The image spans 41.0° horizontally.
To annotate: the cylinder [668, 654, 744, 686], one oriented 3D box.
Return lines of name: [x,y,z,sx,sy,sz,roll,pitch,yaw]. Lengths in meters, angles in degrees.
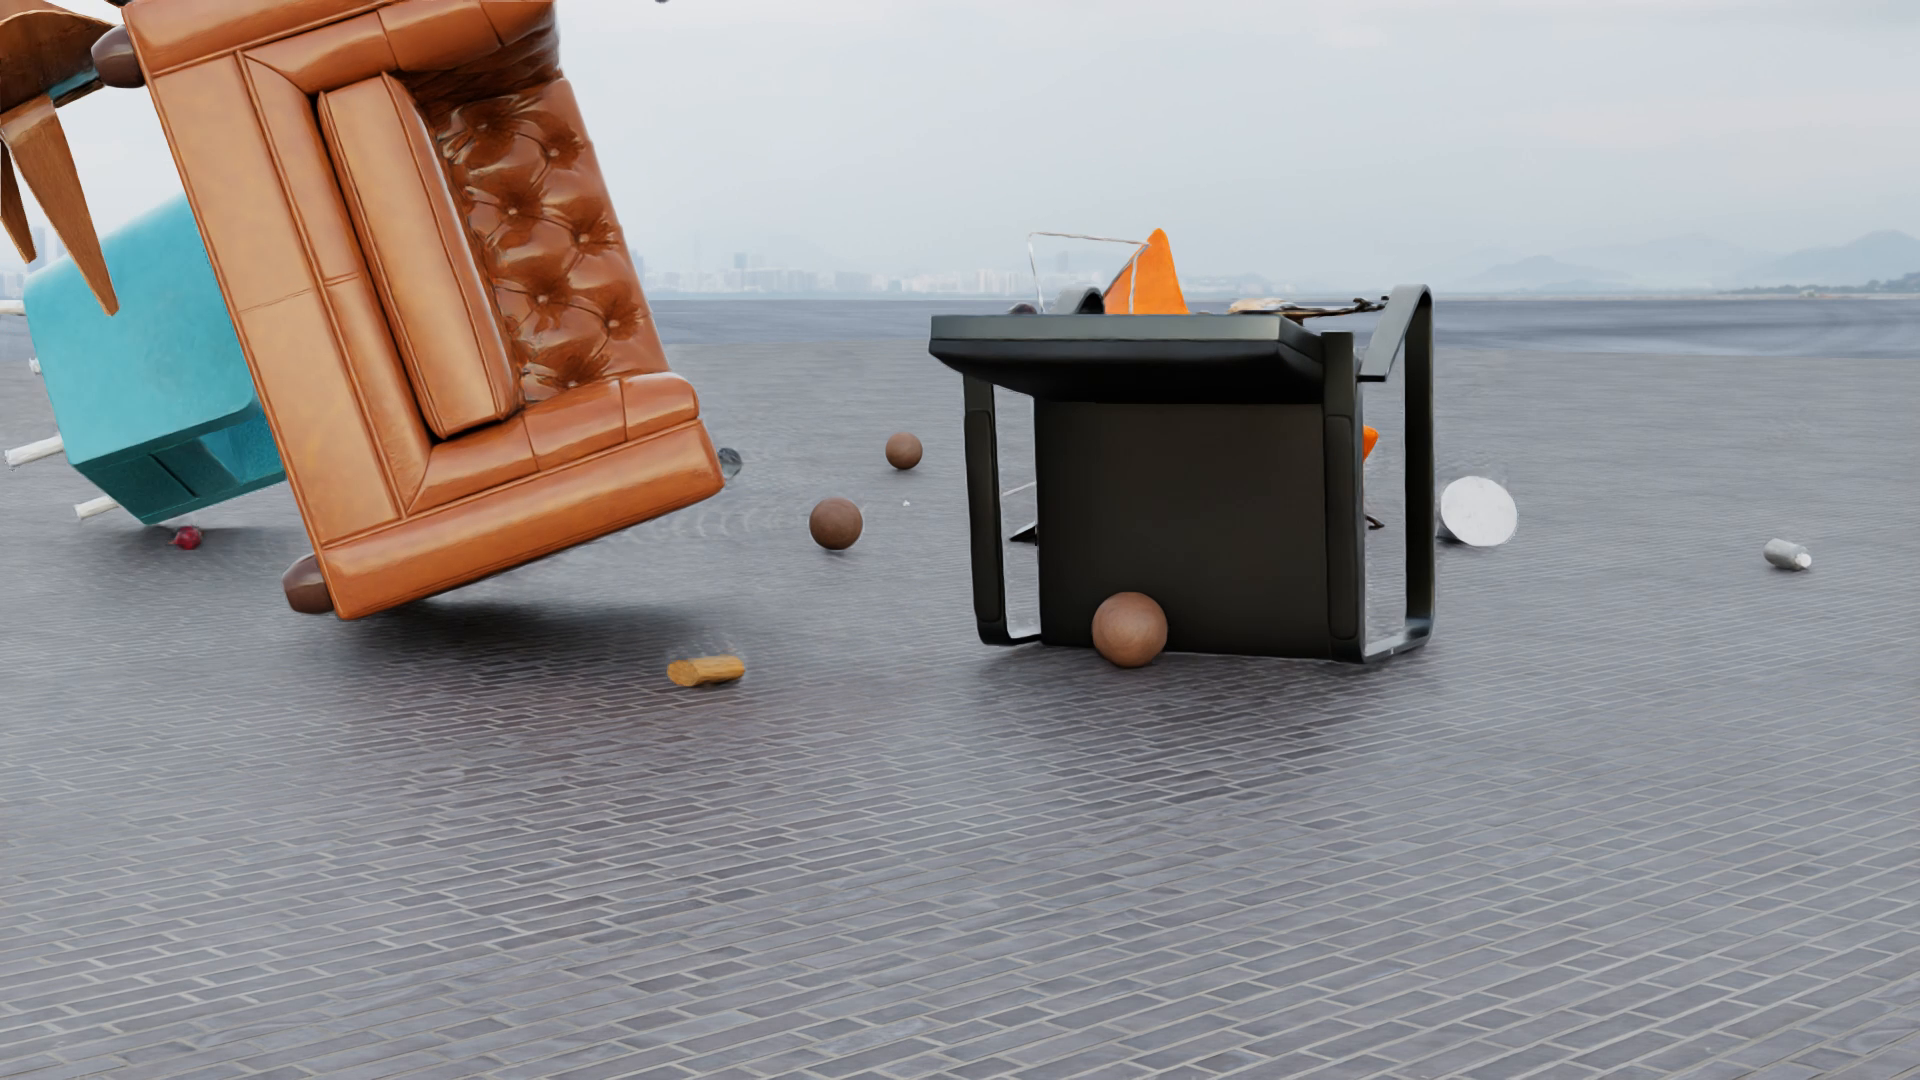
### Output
cylinder: [-0.411,0.211,4.152,0.093,0.043,0.082,-6,5,-43]

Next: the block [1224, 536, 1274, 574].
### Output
block: [0.646,0.034,5.720,0.076,0.073,0.085,5,8,39]

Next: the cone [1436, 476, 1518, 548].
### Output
cone: [1.232,-0.038,6.361,0.211,0.180,0.223,4,-17,-18]

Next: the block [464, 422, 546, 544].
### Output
block: [-1.101,-0.140,6.235,0.185,0.170,0.271,-1,35,-8]

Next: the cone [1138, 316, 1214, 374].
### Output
cone: [0.376,-0.303,4.292,0.140,0.119,0.076,-28,47,2]

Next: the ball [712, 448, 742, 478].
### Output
ball: [-0.759,-0.252,8.380,0.098,0.098,0.098,0,6,0]
